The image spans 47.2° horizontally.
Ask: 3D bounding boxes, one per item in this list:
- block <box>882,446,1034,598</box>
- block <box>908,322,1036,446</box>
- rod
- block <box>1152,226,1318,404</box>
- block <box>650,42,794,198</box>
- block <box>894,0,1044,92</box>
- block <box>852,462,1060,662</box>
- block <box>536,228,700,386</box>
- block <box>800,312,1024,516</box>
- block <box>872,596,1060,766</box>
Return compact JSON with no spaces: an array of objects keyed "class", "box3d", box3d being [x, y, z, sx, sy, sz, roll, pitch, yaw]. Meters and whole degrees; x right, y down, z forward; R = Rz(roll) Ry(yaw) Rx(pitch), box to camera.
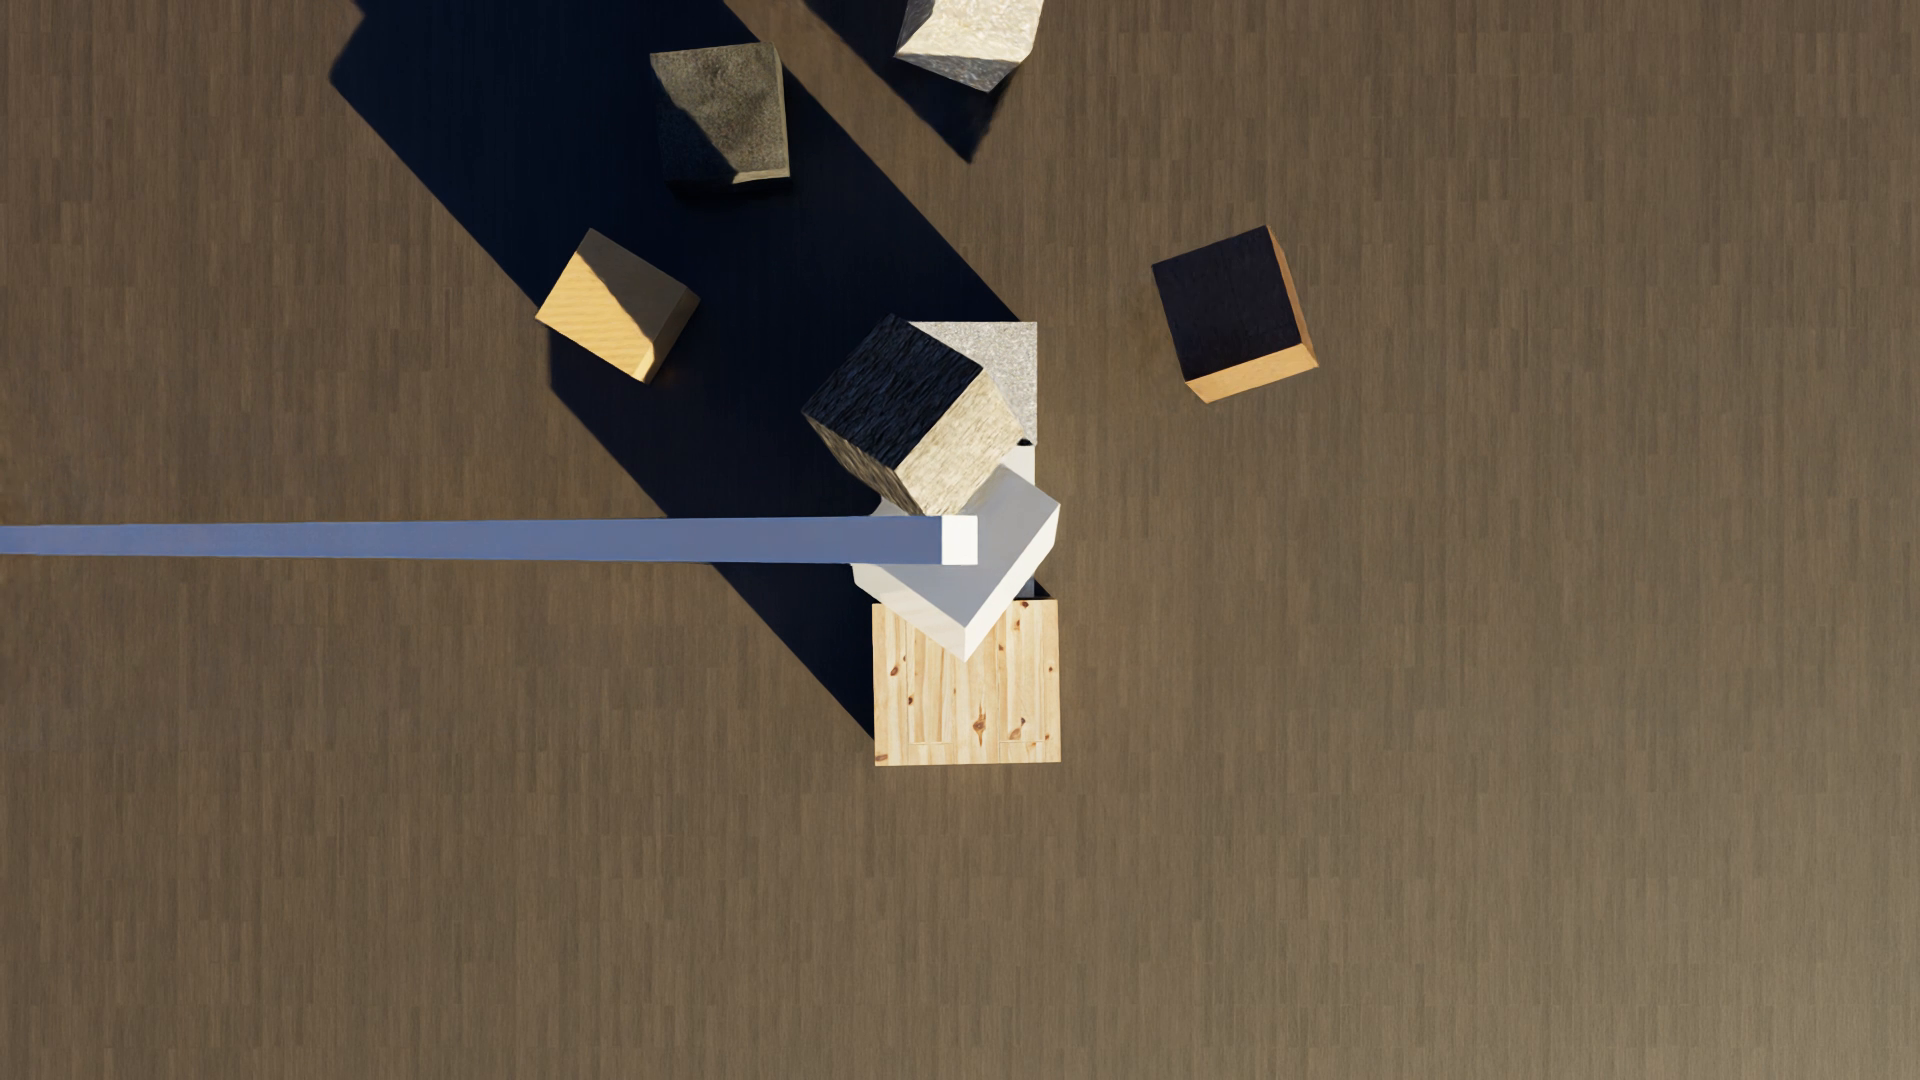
[{"class":"block","box3d":[-0.012,-0.103,12.623,0.852,0.754,0.844,0,90,0]},{"class":"block","box3d":[0.017,-0.875,12.630,0.825,0.739,0.682,0,90,0]},{"class":"rod","box3d":[-1.858,0.000,5.440,5.200,0.080,0.080,0,90,44]},{"class":"block","box3d":[1.514,-1.228,12.072,0.657,0.573,0.688,-18,77,15]},{"class":"block","box3d":[-1.363,-2.415,12.689,0.698,0.621,0.719,-6,90,0]},{"class":"block","box3d":[0.072,-3.026,12.531,0.600,0.678,0.586,18,76,-17]},{"class":"block","box3d":[-0.029,0.026,11.716,0.748,0.783,0.825,35,77,9]},{"class":"block","box3d":[-1.956,-1.335,12.664,0.638,0.671,0.593,31,90,0]},{"class":"block","box3d":[-0.236,-0.598,11.160,0.710,0.616,0.686,33,77,35]},{"class":"block","box3d":[0.035,0.782,12.517,1.014,0.965,0.887,-1,90,0]}]
